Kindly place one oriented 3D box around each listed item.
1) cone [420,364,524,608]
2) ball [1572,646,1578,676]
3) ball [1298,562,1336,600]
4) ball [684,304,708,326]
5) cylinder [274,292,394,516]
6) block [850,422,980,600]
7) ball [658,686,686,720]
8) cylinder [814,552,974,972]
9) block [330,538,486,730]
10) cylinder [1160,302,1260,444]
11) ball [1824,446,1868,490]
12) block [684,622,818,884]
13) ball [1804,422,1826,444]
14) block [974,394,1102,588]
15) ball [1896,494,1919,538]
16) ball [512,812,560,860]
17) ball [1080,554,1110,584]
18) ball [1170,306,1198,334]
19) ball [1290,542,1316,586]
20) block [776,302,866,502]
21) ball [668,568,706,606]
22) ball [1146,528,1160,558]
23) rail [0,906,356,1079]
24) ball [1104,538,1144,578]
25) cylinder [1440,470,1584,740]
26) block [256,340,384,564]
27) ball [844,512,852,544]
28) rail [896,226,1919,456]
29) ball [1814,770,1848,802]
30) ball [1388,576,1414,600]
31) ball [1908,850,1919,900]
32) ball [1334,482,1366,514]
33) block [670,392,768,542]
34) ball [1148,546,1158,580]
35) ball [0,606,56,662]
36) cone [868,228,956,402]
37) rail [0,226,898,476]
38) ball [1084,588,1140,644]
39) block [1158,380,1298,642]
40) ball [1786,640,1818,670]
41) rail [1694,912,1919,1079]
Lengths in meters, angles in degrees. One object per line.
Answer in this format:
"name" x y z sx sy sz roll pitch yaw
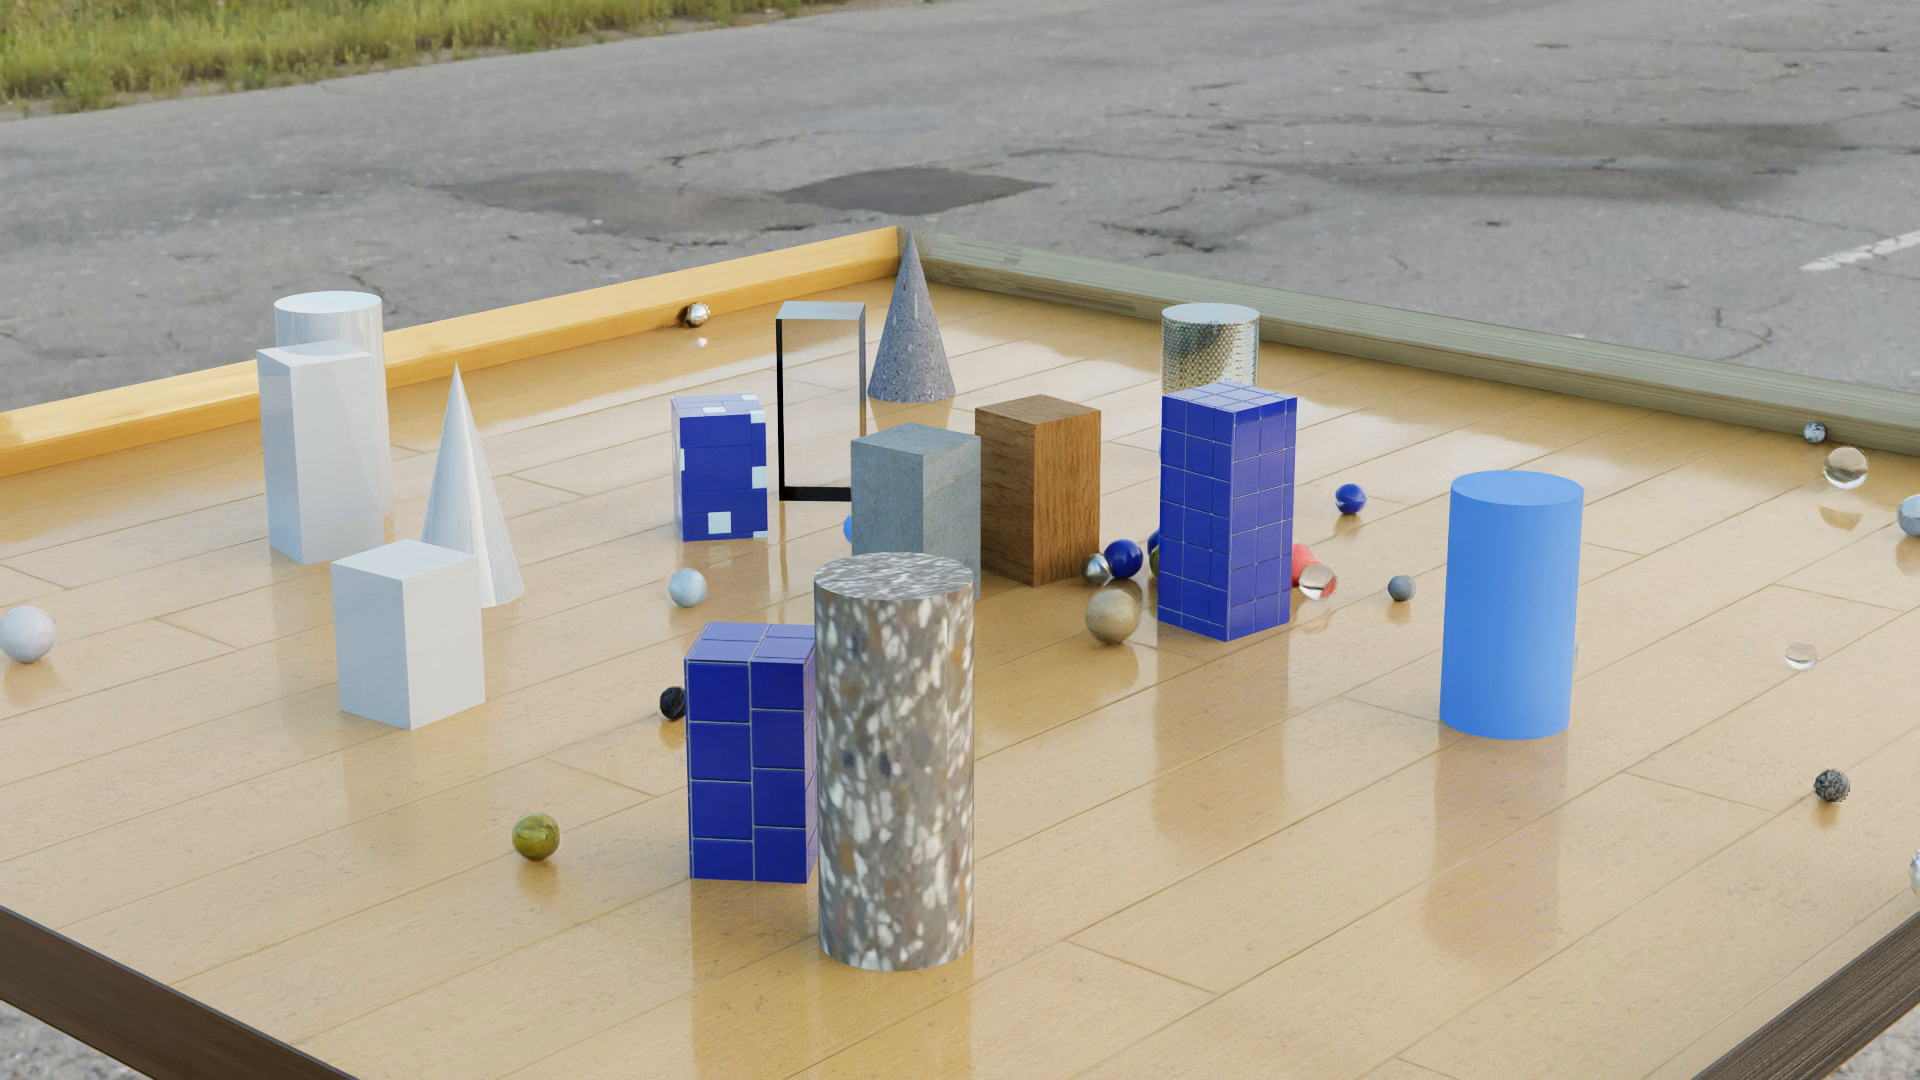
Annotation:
"cone" -0.865 -0.108 5.091 0.198 0.417 0.198 0 17 0
"ball" 0.931 0.188 4.657 0.099 0.099 0.099 0 17 0
"ball" 0.622 0.071 5.105 0.064 0.064 0.064 0 17 0
"ball" -0.647 -0.551 7.189 0.055 0.055 0.055 0 17 0
"cylinder" -1.192 -0.253 5.586 0.198 0.409 0.198 0 17 0
"block" -0.076 -0.035 5.064 0.159 0.291 0.159 13 21 36
"ball" -0.441 0.252 4.531 0.050 0.050 0.050 0 17 0
"cylinder" -0.081 0.277 3.689 0.198 0.487 0.198 0 17 0
"block" -0.857 0.145 4.557 0.159 0.240 0.159 12 21 35
"cylinder" 0.508 -0.316 5.981 0.198 0.300 0.198 0 17 0
"ball" 1.746 -0.142 5.778 0.085 0.085 0.085 0 17 0
"block" -0.275 0.286 3.966 0.159 0.312 0.159 2 17 6
"ball" 1.785 -0.224 6.120 0.044 0.044 0.044 0 17 0
"block" 0.138 -0.090 5.238 0.159 0.297 0.159 -14 22 -39
"ball" 1.789 -0.045 5.465 0.081 0.081 0.081 0 17 0
"ball" -0.578 0.404 4.000 0.065 0.065 0.065 0 17 0
"ball" 0.239 0.051 5.187 0.056 0.056 0.056 0 17 0
"ball" 0.543 -0.532 7.104 0.067 0.067 0.067 0 17 0
"ball" 0.589 0.044 5.174 0.078 0.078 0.078 0 17 0
"block" -0.269 -0.271 5.727 0.159 0.362 0.159 1 17 3
"ball" -0.471 0.082 5.069 0.066 0.066 0.066 0 17 0
"ball" 0.374 0.013 5.279 0.075 0.075 0.075 0 17 0
"rail" -1.292 0.461 3.695 3.908 0.129 0.045 14 22 39
"ball" 0.290 0.033 5.220 0.072 0.072 0.072 0 17 0
"cylinder" 0.843 0.098 4.489 0.198 0.370 0.198 0 17 0
"block" -1.167 -0.162 5.355 0.159 0.368 0.159 -11 20 -33
"ball" -0.179 -0.021 5.400 0.072 0.072 0.072 0 17 0
"rail" 1.292 -0.397 6.544 3.908 0.129 0.045 14 22 39
"ball" 1.249 0.352 4.206 0.045 0.045 0.045 0 17 0
"ball" 0.767 0.083 5.100 0.044 0.044 0.044 0 17 0
"ball" 1.290 0.439 3.835 0.094 0.094 0.094 0 17 0
"ball" 0.747 -0.079 5.614 0.060 0.060 0.060 0 17 0
"block" -0.452 -0.138 5.498 0.159 0.238 0.159 -3 17 -11
"ball" 0.373 0.040 5.188 0.077 0.077 0.077 0 17 0
"ball" -1.524 0.153 4.787 0.092 0.092 0.092 0 17 0
"cone" -0.108 -0.511 6.497 0.198 0.376 0.198 0 17 0
"rail" -1.457 -0.333 6.331 0.045 0.129 3.988 14 22 39
"ball" 0.253 0.126 4.876 0.091 0.091 0.091 0 17 0
"block" 0.449 -0.051 4.939 0.159 0.395 0.159 -15 22 -40
"ball" 1.363 0.186 4.751 0.050 0.050 0.050 0 17 0
"rail" 1.457 0.397 3.908 0.045 0.129 3.988 14 22 39
